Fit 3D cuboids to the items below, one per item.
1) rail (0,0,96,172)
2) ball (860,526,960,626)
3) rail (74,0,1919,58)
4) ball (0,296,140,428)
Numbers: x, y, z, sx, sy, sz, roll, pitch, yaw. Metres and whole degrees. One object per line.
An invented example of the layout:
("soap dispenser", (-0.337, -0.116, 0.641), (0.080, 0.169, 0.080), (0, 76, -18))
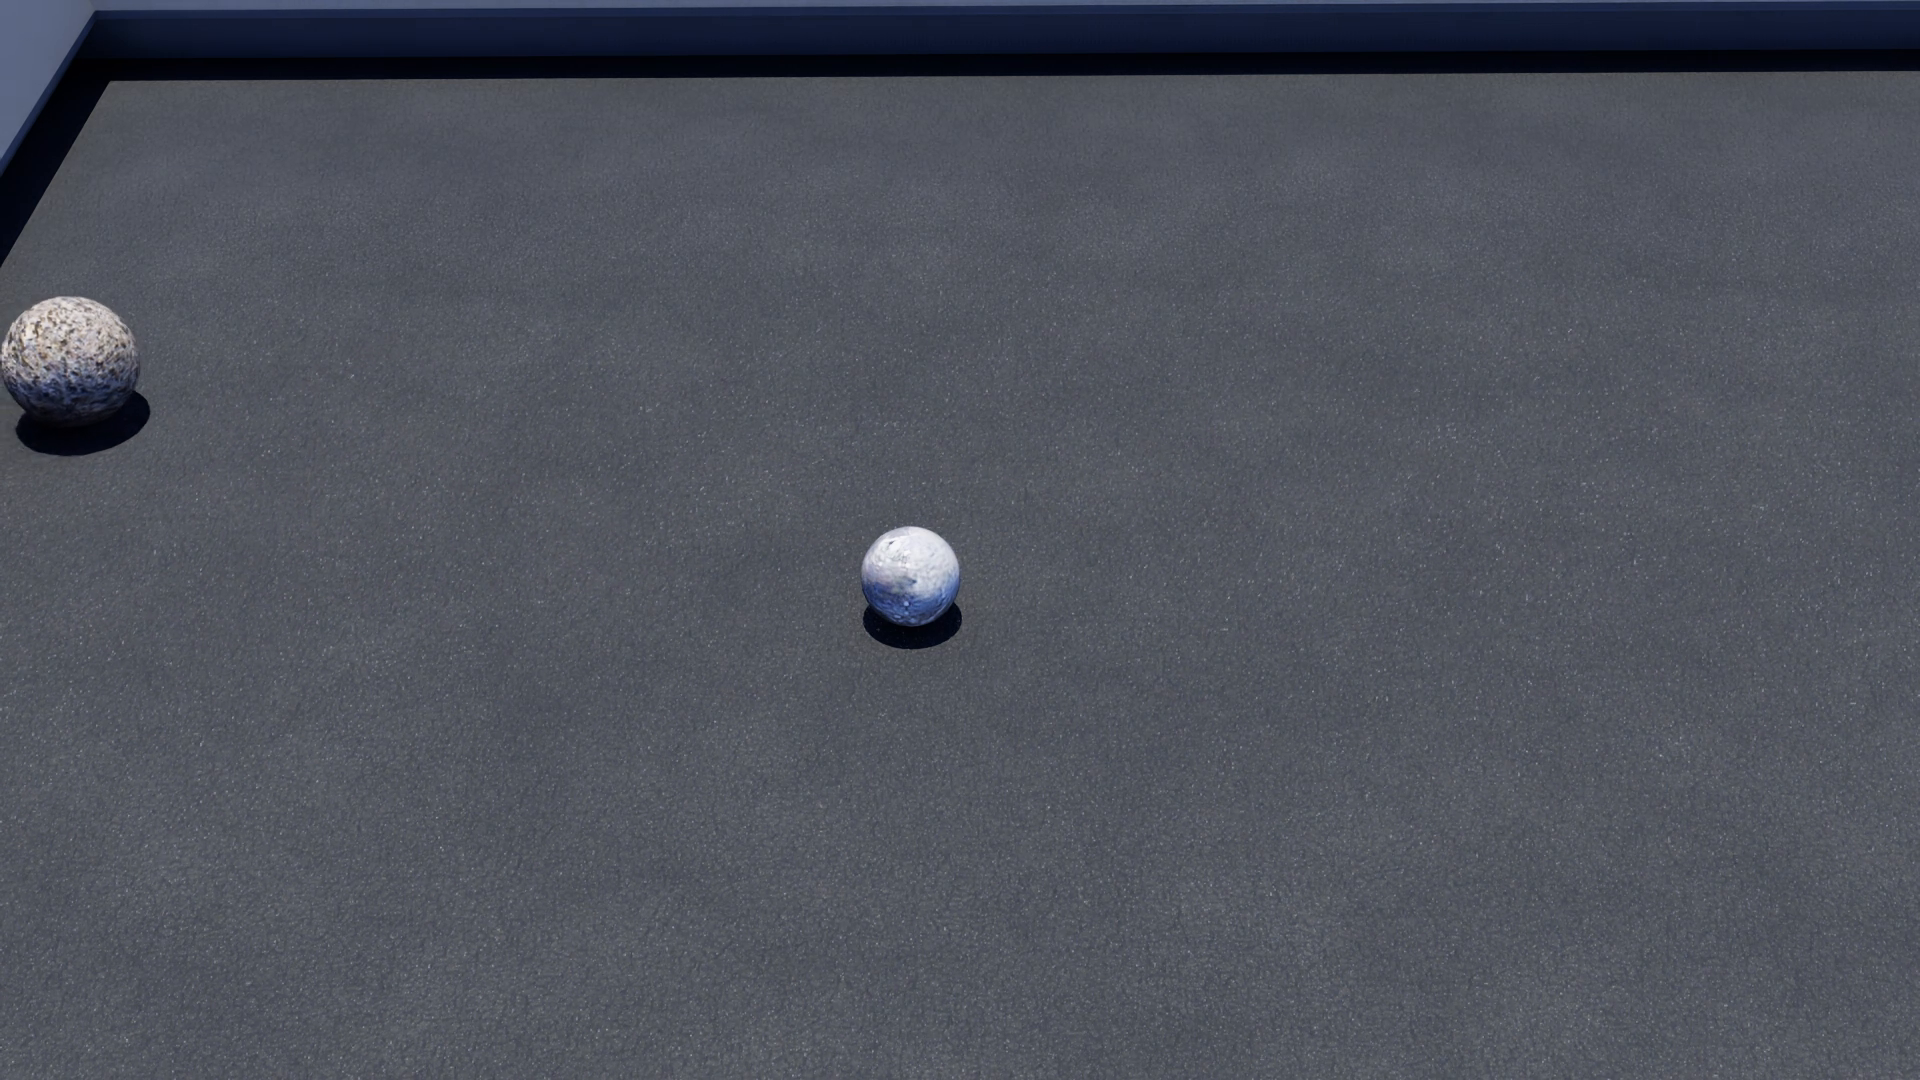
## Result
("rail", (-0.795, -0.013, 1.679), (0.045, 0.124, 1.681), (0, 36, -1))
("ball", (-0.032, 0.024, 1.680), (0.066, 0.066, 0.066), (0, 36, 0))
("rail", (0.809, -0.501, 2.359), (3.277, 0.124, 0.045), (0, 36, -1))
("ball", (-0.648, -0.130, 1.868), (0.096, 0.096, 0.096), (0, 36, 0))
